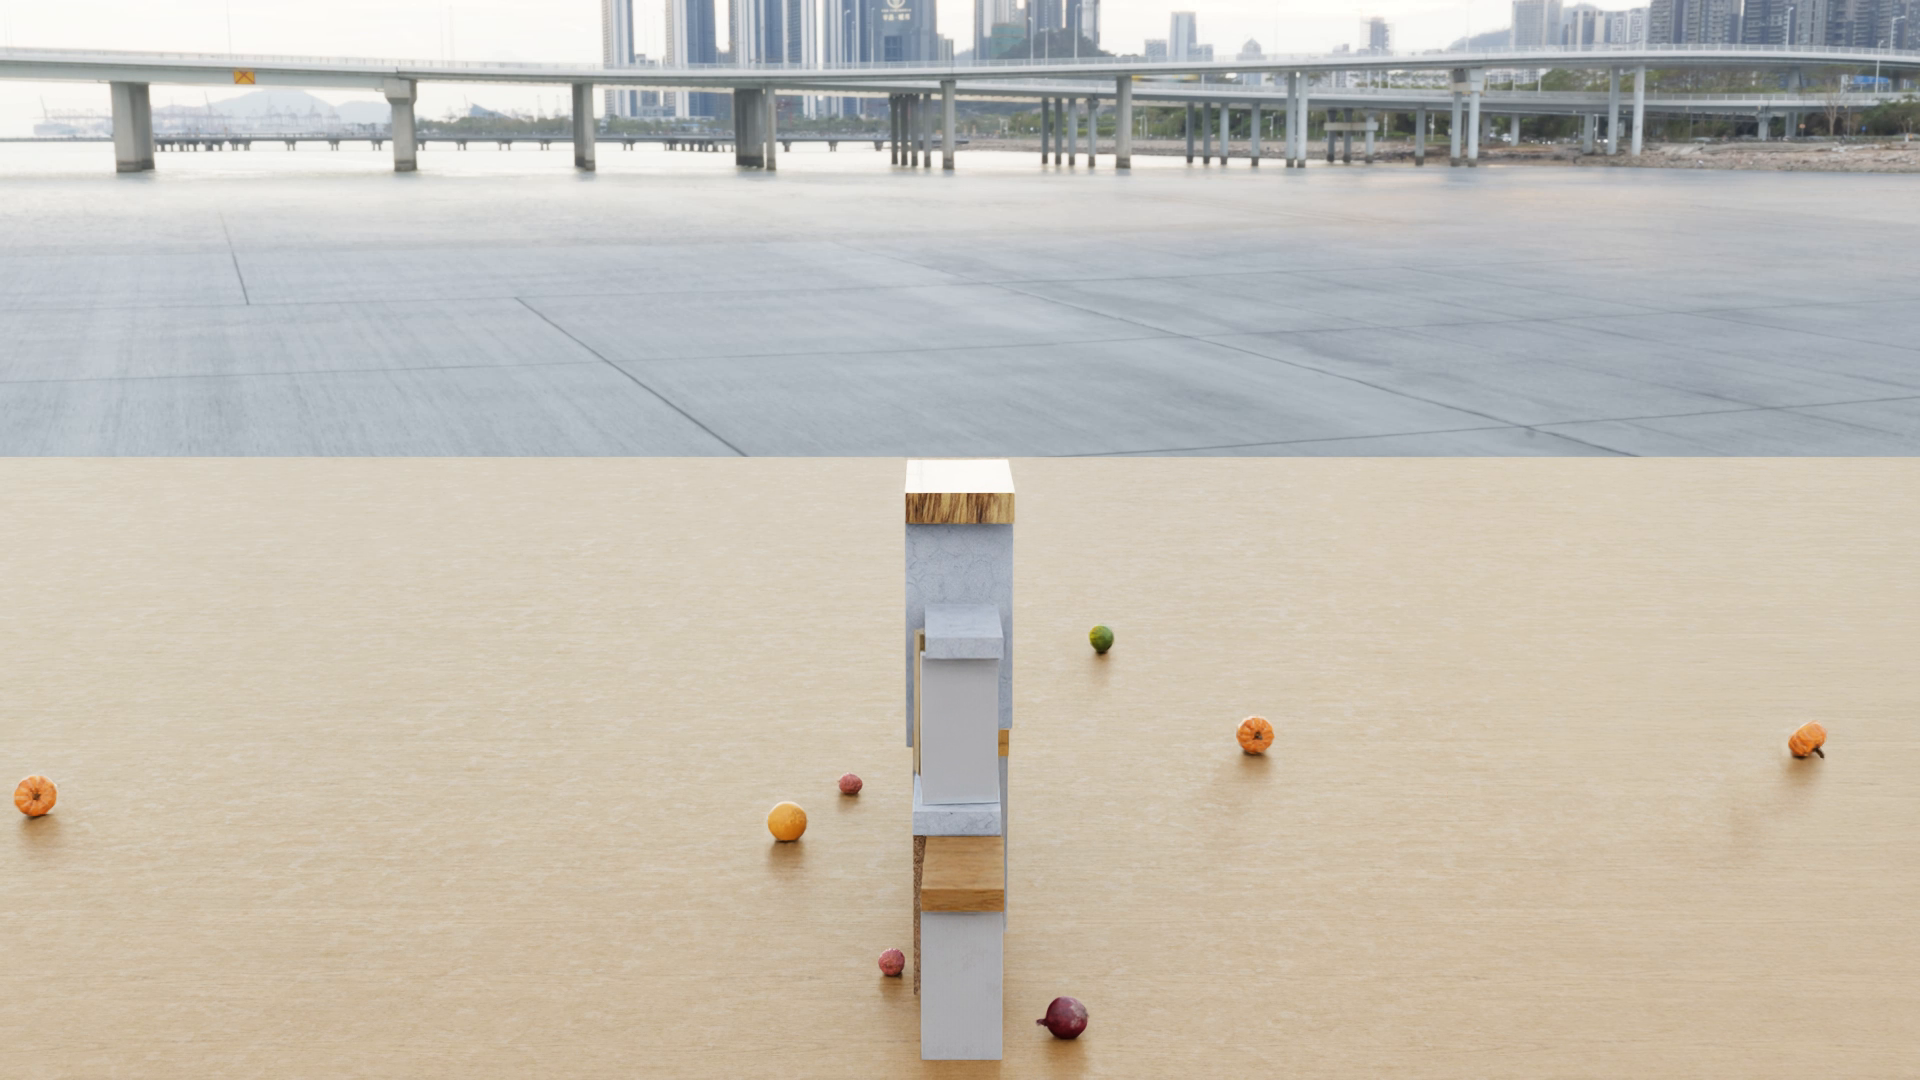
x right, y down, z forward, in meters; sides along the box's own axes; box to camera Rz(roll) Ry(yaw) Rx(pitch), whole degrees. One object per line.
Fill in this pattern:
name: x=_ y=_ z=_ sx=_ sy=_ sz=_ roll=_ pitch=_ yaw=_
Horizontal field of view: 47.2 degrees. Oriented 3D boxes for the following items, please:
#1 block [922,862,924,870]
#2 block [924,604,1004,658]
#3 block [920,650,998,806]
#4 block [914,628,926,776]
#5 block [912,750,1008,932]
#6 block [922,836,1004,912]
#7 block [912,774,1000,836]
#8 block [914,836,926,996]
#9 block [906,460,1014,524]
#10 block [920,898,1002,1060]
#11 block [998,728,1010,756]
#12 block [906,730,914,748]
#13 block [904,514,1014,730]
block: x=0.002 y=0.573 z=3.152 sx=0.111 sy=0.222 sz=0.031 roll=0 pitch=11 yaw=0
block: x=0.004 y=0.133 z=3.238 sx=0.111 sy=0.031 sz=0.221 roll=0 pitch=11 yaw=-1
block: x=-0.001 y=0.272 z=3.188 sx=0.111 sy=0.221 sz=0.031 roll=-1 pitch=9 yaw=-5
block: x=-0.012 y=0.243 z=3.340 sx=0.111 sy=0.221 sz=0.031 roll=-3 pitch=13 yaw=-15
block: x=0.001 y=0.472 z=3.489 sx=0.148 sy=0.297 sz=0.042 roll=0 pitch=11 yaw=0
block: x=0.006 y=0.462 z=3.053 sx=0.111 sy=0.031 sz=0.222 roll=0 pitch=10 yaw=1
block: x=-0.005 y=0.384 z=3.288 sx=0.127 sy=0.036 sz=0.254 roll=0 pitch=11 yaw=0
block: x=-0.005 y=0.542 z=3.231 sx=0.127 sy=0.254 sz=0.036 roll=0 pitch=11 yaw=0
block: x=-0.002 y=-0.079 z=3.474 sx=0.165 sy=0.047 sz=0.330 roll=0 pitch=11 yaw=-1
block: x=0.002 y=0.600 z=3.006 sx=0.111 sy=0.222 sz=0.031 roll=0 pitch=11 yaw=0
block: x=0.002 y=0.288 z=3.555 sx=0.148 sy=0.042 sz=0.297 roll=0 pitch=11 yaw=0
block: x=-0.004 y=0.177 z=3.753 sx=0.176 sy=0.353 sz=0.050 roll=0 pitch=11 yaw=0
block: x=-0.002 y=0.127 z=3.401 sx=0.165 sy=0.330 sz=0.047 roll=0 pitch=11 yaw=-2
